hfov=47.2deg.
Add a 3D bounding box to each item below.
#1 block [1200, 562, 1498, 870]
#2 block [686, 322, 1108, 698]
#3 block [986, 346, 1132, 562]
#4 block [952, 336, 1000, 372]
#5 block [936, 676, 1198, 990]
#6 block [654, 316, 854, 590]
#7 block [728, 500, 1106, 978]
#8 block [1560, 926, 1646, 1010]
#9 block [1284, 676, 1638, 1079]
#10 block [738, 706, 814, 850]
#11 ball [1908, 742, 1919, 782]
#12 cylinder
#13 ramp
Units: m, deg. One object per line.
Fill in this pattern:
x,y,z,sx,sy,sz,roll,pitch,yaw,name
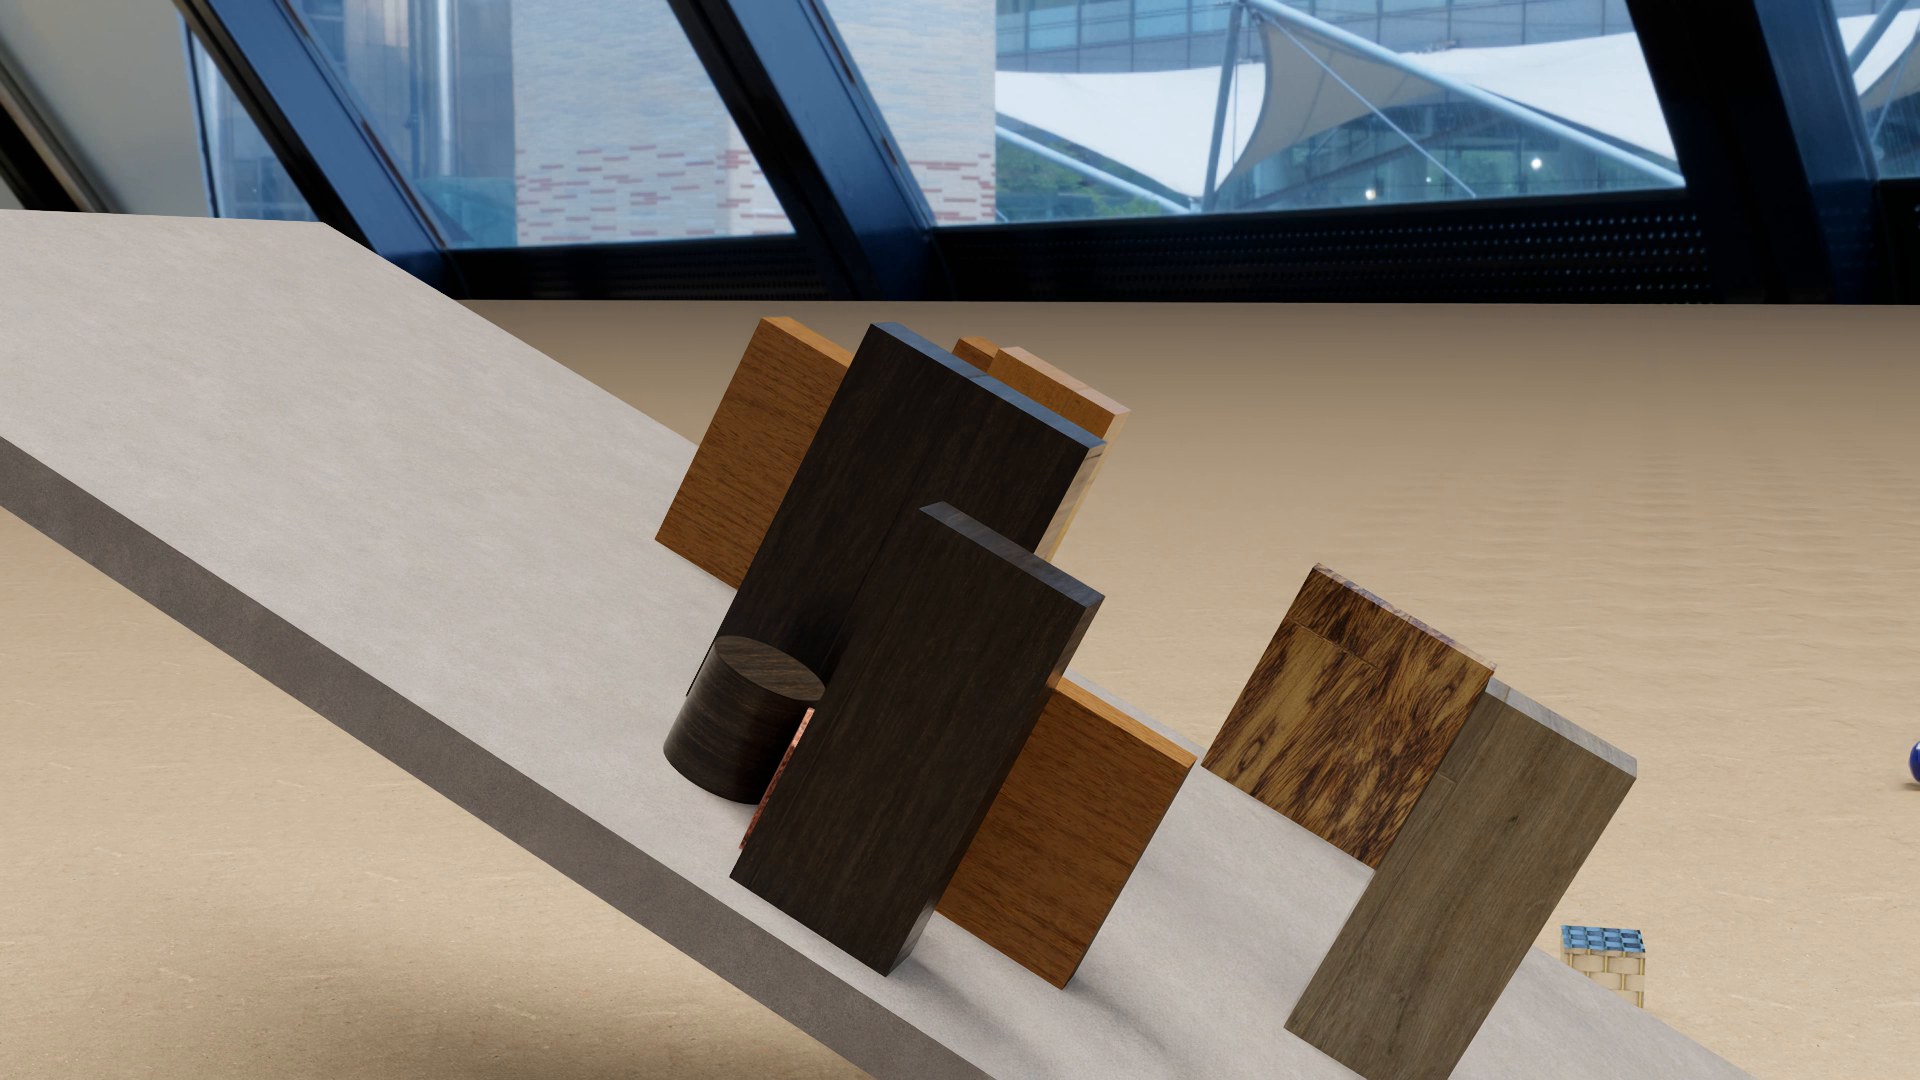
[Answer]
0.840,0.382,4.776,0.438,0.508,0.088,31,14,12,block
-0.114,0.054,3.718,0.420,0.727,0.127,31,14,12,block
0.042,0.000,4.243,0.254,0.705,0.136,31,14,12,block
0.000,-0.067,4.541,0.292,0.638,0.147,31,14,12,block
0.105,0.425,3.450,0.375,0.415,0.080,31,14,12,block
-0.329,-0.136,4.437,0.372,0.510,0.142,31,14,12,block
-0.066,0.288,3.182,0.275,0.627,0.114,31,14,12,block
1.606,1.092,5.507,0.193,0.193,0.193,2,7,13,block
0.832,0.593,3.673,0.270,0.673,0.145,31,14,12,block
-0.204,0.408,3.410,0.186,0.186,0.186,27,14,-2,block
3.523,0.802,7.926,0.193,0.193,0.193,0,7,0,ball
-0.348,0.289,3.543,0.197,0.197,0.197,26,14,-7,cylinder
-0.217,0.360,4.145,4.000,0.100,2.000,31,14,12,ramp
